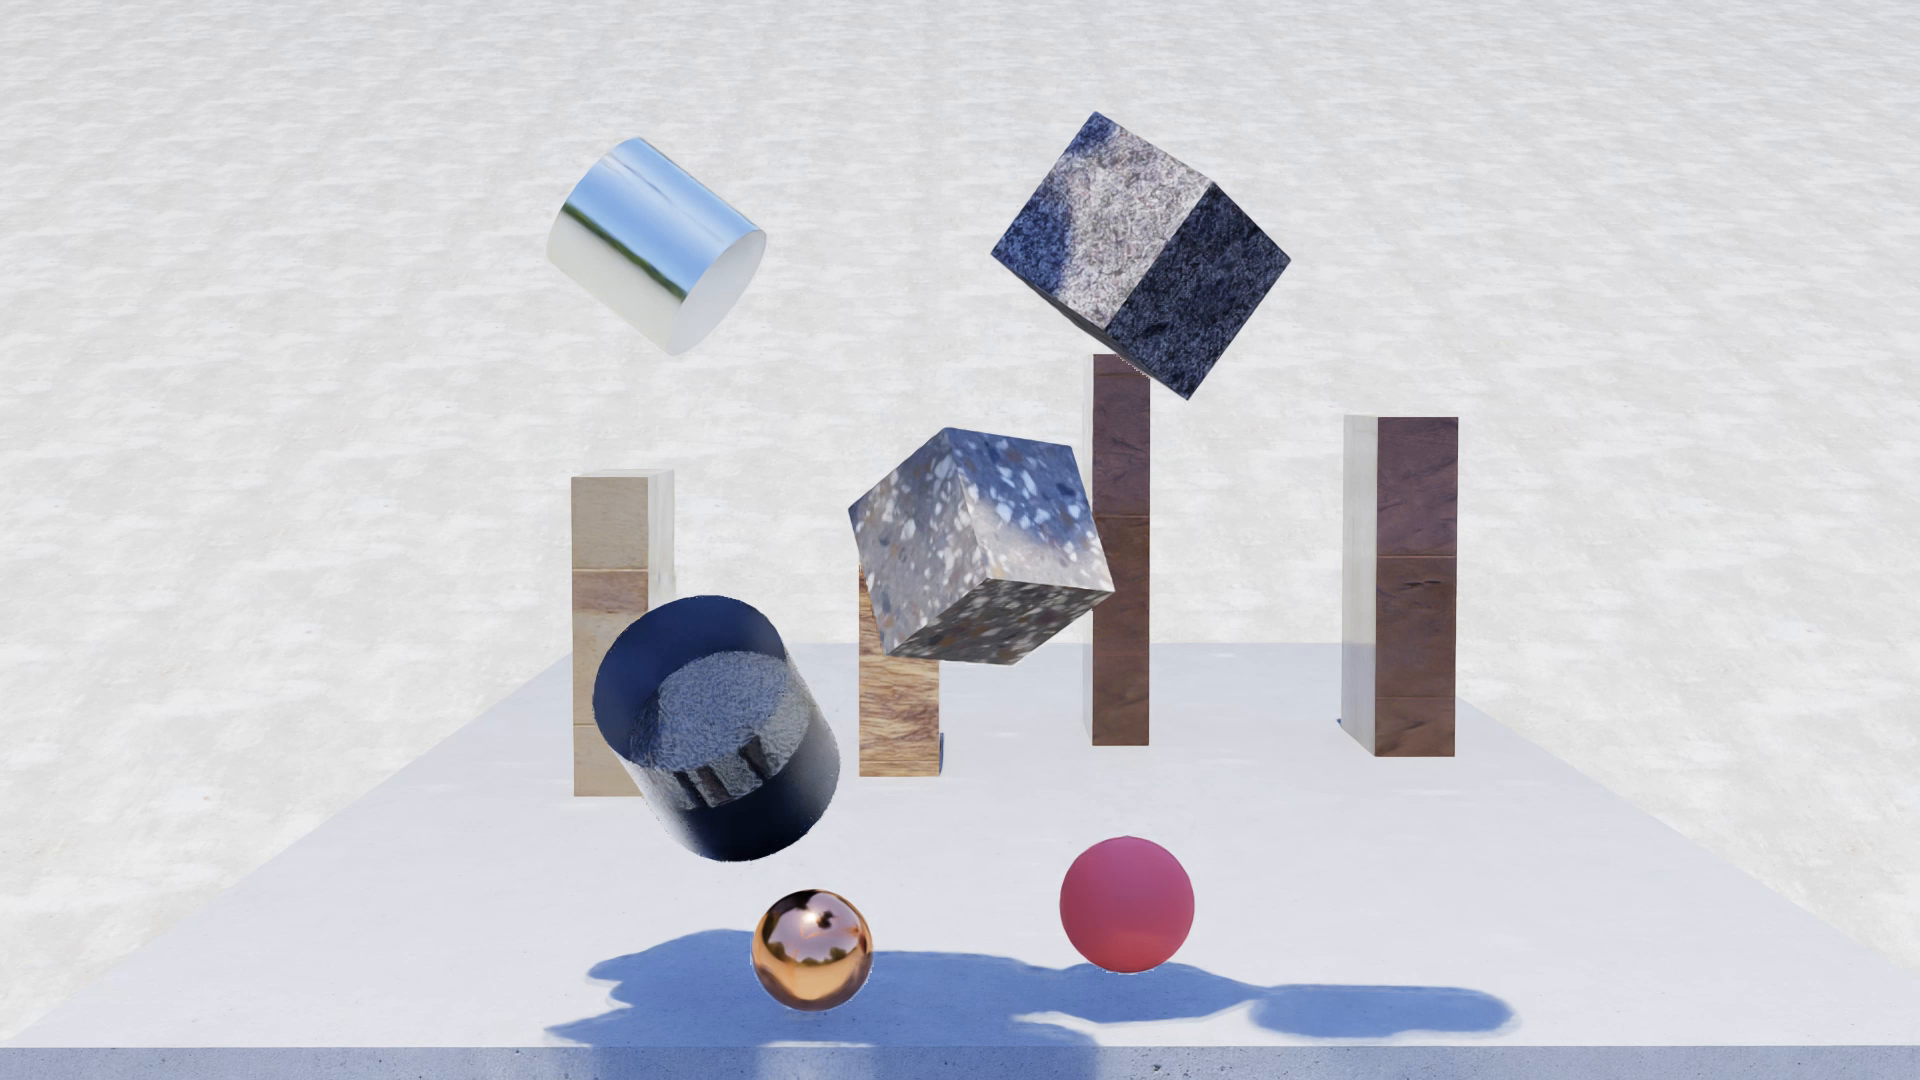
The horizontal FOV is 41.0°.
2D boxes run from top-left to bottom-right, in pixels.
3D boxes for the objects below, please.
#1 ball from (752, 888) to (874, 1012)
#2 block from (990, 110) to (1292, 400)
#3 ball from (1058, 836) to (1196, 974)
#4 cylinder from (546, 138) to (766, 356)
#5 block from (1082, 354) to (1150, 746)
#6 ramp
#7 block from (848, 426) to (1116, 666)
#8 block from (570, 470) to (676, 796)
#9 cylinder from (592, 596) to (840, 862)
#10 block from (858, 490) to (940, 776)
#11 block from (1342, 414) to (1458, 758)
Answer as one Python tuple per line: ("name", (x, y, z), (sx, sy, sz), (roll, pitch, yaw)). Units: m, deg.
("ball", (-0.149, 0.414, 2.593), (0.123, 0.123, 0.123), (0, 20, 0))
("block", (0.179, -0.280, 2.541), (0.174, 0.174, 0.174), (38, 3, 39))
("ball", (0.177, 0.387, 2.725), (0.144, 0.144, 0.144), (0, 20, 0))
("cylinder", (-0.312, -0.302, 2.646), (0.160, 0.160, 0.160), (38, 30, 9))
("block", (0.291, 0.009, 4.807), (0.103, 0.708, 0.353), (0, 3, 0))
("ramp", (0.048, 0.430, 4.533), (2.000, 0.100, 4.000), (0, 3, 0))
("block", (0.018, 0.009, 2.377), (0.154, 0.154, 0.154), (7, -32, -40))
("block", (-0.553, 0.143, 4.257), (0.122, 0.508, 0.385), (0, 3, 0))
("cylinder", (-0.257, 0.203, 2.739), (0.210, 0.210, 0.210), (-7, 56, 11))
("block", (-0.102, 0.151, 4.495), (0.133, 0.461, 0.449), (0, 3, 0))
("block", (0.798, 0.072, 4.689), (0.141, 0.597, 0.392), (0, 3, 0))
